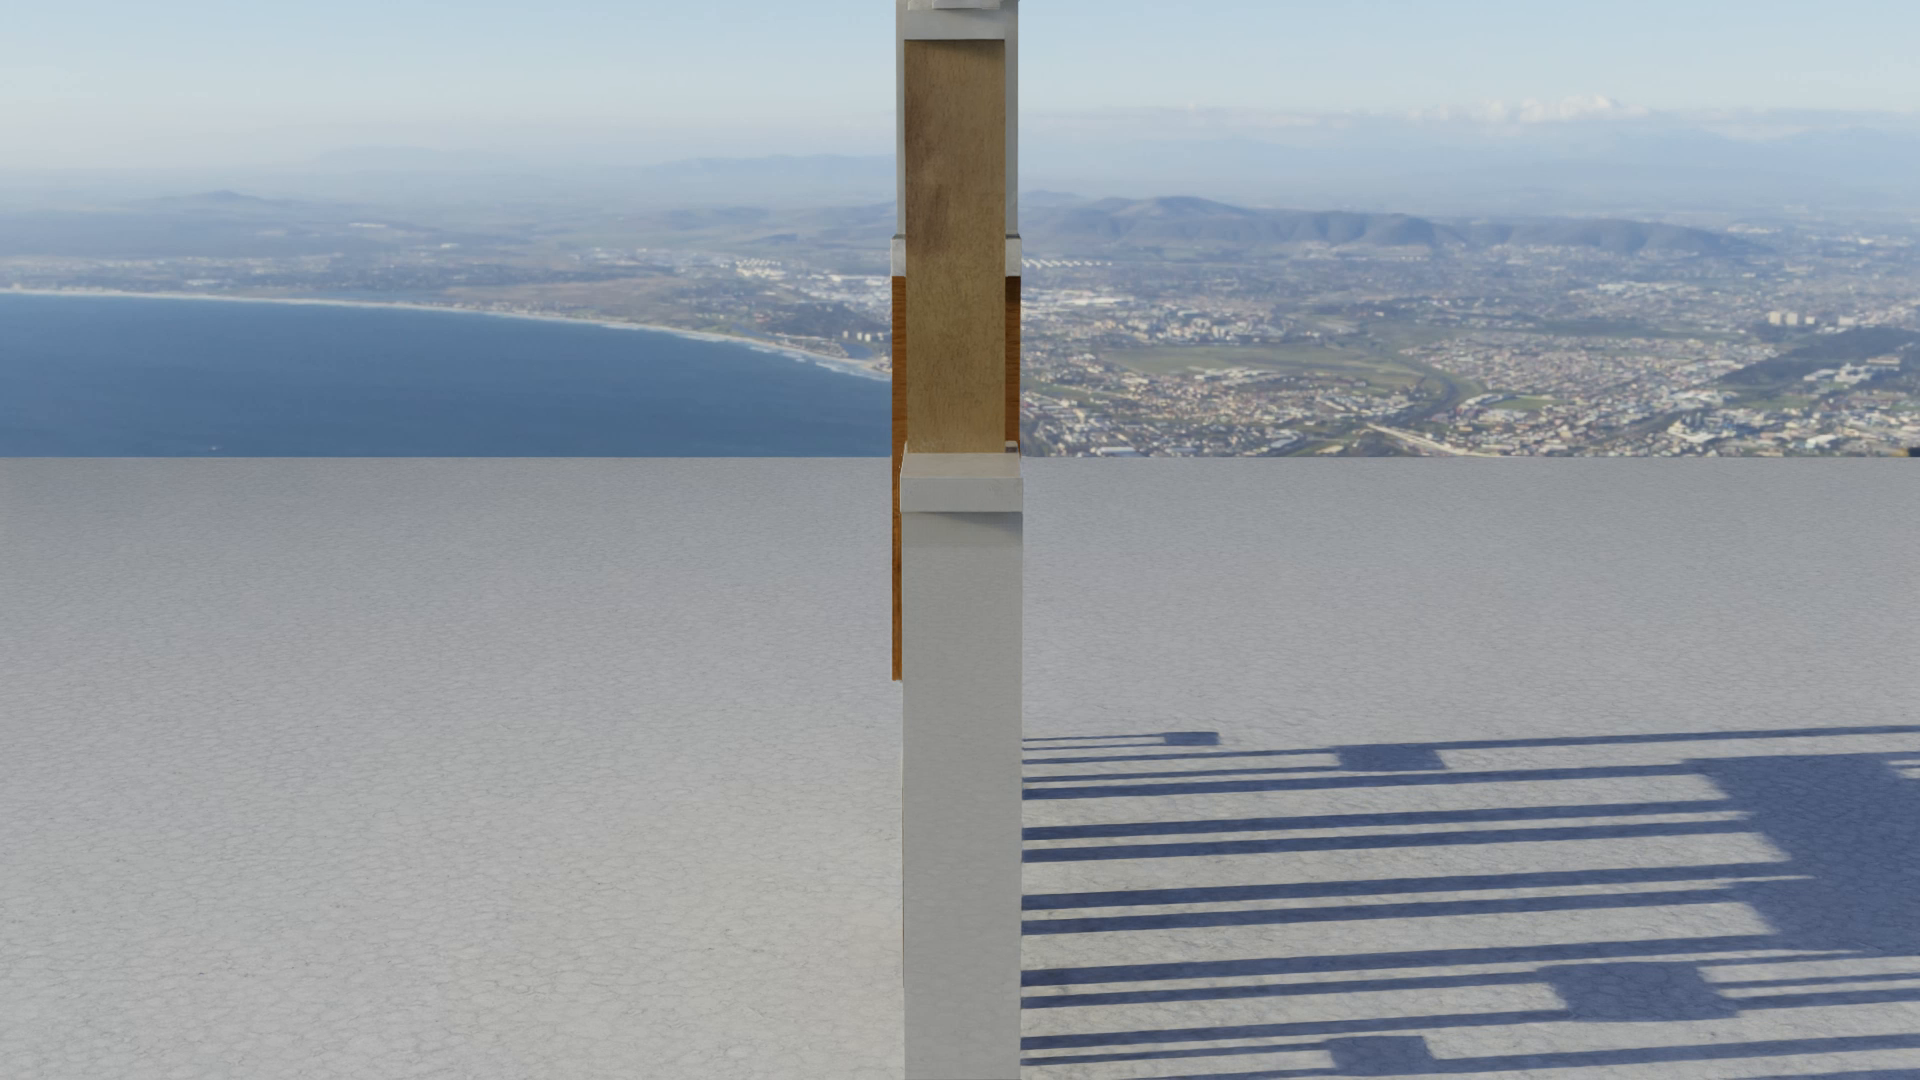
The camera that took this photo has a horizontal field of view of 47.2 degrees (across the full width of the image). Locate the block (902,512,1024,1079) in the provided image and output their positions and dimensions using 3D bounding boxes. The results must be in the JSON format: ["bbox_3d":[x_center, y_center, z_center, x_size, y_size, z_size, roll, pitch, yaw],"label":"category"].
[{"bbox_3d":[0.003,0.355,2.719,0.145,0.809,0.041,0,10,0],"label":"block"}]

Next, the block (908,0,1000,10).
[{"bbox_3d":[-0.009,-0.825,2.756,0.116,0.324,0.033,-1,10,0],"label":"block"}]

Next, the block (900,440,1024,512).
[{"bbox_3d":[0.002,-0.082,2.737,0.145,0.041,0.291,0,11,0],"label":"block"}]

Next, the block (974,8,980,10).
[{"bbox_3d":[-0.005,-0.711,2.714,0.058,0.115,0.016,-1,10,0],"label":"block"}]

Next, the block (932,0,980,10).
[{"bbox_3d":[-0.005,-0.697,2.639,0.058,0.115,0.016,-1,10,0],"label":"block"}]

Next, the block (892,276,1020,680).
[{"bbox_3d":[-0.006,-0.082,2.946,0.168,0.545,0.048,0,10,1],"label":"block"}]

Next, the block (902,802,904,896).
[{"bbox_3d":[-0.005,0.504,3.260,0.159,0.318,0.045,0,11,0],"label":"block"}]

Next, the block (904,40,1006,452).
[{"bbox_3d":[-0.006,-0.363,2.744,0.123,0.508,0.035,0,11,0],"label":"block"}]

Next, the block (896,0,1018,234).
[{"bbox_3d":[-0.004,-0.579,2.974,0.164,0.328,0.046,0,10,1],"label":"block"}]

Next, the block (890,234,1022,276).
[{"bbox_3d":[-0.004,-0.393,3.003,0.168,0.048,0.337,0,10,0],"label":"block"}]

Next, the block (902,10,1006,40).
[{"bbox_3d":[-0.007,-0.645,2.775,0.123,0.035,0.247,0,11,0],"label":"block"}]
